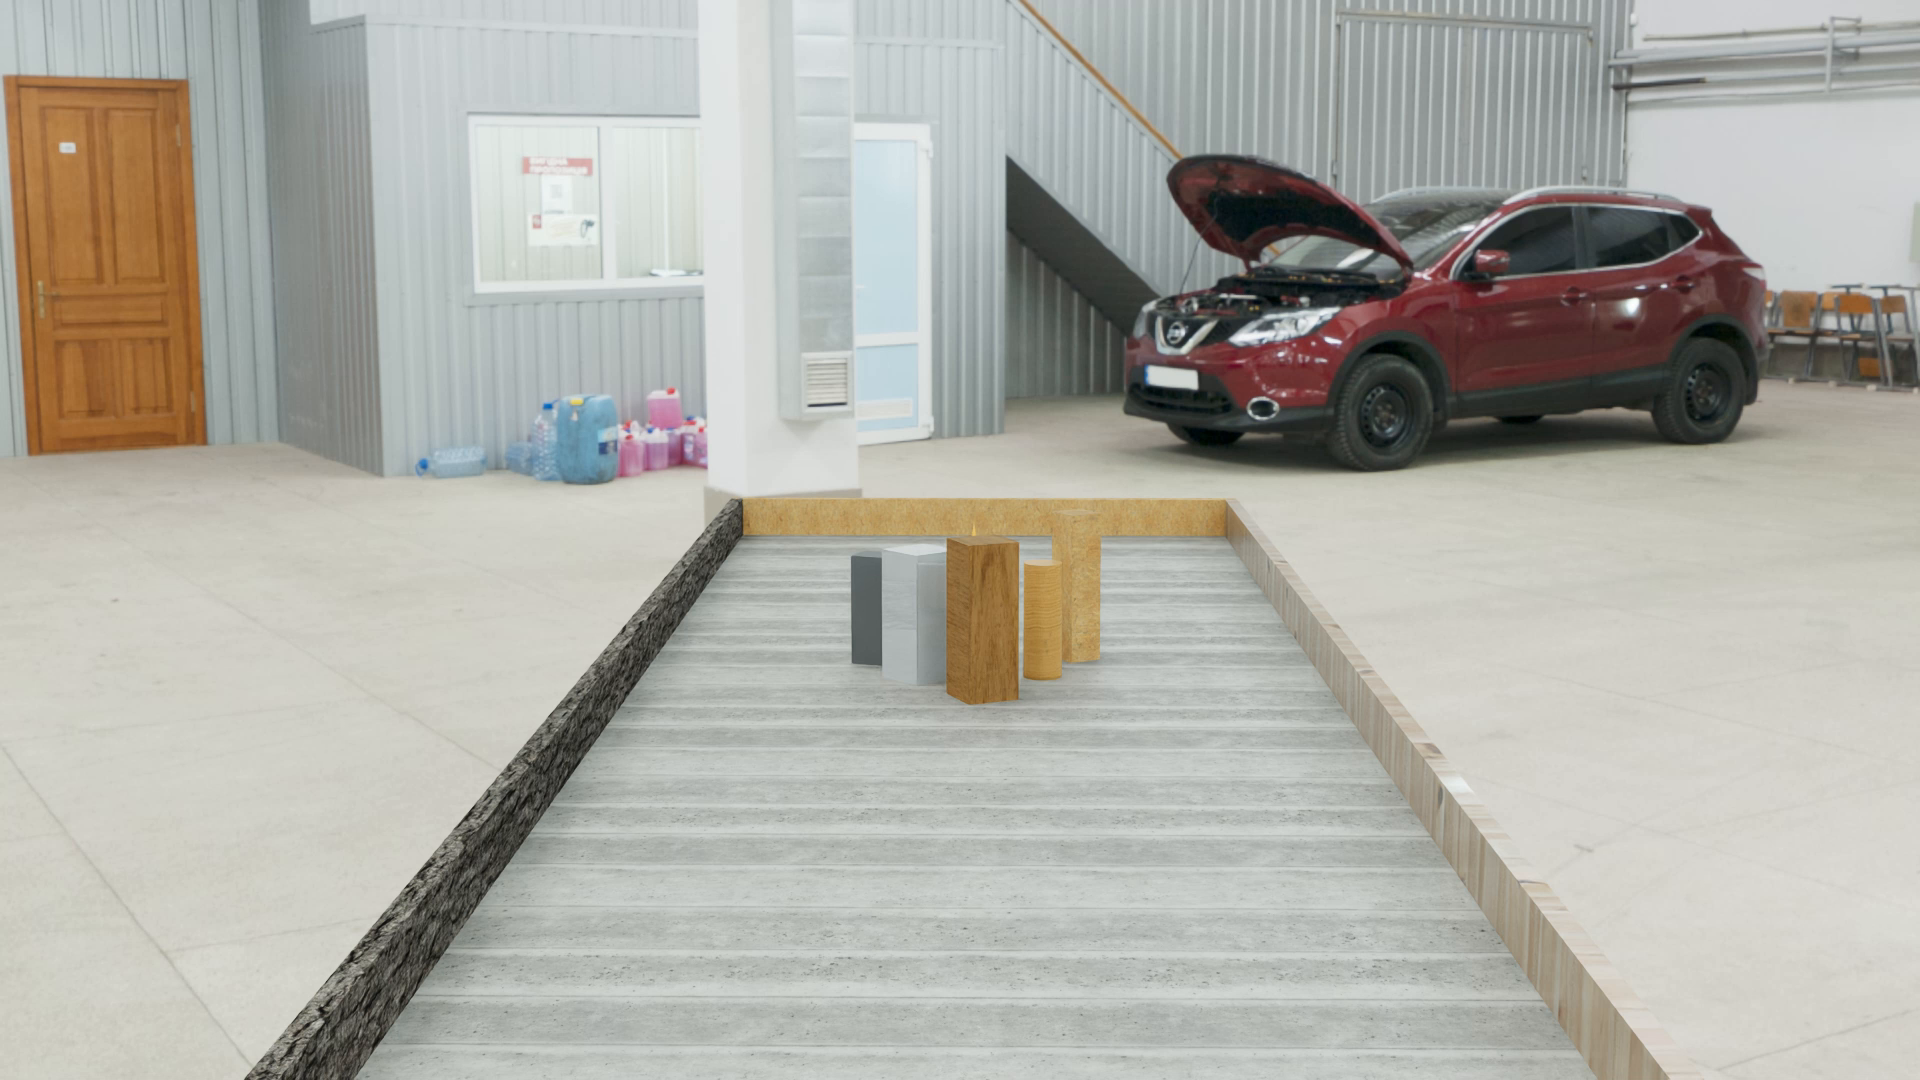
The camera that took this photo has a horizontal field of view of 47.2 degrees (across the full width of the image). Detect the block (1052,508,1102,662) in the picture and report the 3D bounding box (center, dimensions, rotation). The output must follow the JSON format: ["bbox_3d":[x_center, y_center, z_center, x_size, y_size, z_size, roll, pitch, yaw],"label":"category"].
[{"bbox_3d":[0.354,0.139,6.694,0.105,0.451,0.105,-6,11,-32],"label":"block"}]

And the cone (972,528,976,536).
[{"bbox_3d":[0.042,0.152,6.706,0.132,0.420,0.132,0,9,0],"label":"cone"}]

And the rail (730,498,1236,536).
[{"bbox_3d":[0.099,-0.098,9.147,2.100,0.150,0.050,0,9,1],"label":"rail"}]

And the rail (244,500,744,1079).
[{"bbox_3d":[-1.004,0.839,3.234,0.050,0.150,12.000,0,9,1],"label":"rail"}]

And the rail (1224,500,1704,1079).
[{"bbox_3d":[1.046,0.843,3.208,0.050,0.150,12.000,0,9,1],"label":"rail"}]

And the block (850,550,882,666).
[{"bbox_3d":[-0.257,0.205,6.659,0.109,0.330,0.109,4,10,22],"label":"block"}]

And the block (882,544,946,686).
[{"bbox_3d":[-0.116,0.216,6.434,0.159,0.380,0.159,-8,12,-40],"label":"block"}]

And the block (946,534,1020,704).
[{"bbox_3d":[0.063,0.221,6.181,0.153,0.448,0.153,-4,10,-24],"label":"block"}]

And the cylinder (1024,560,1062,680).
[{"bbox_3d":[0.243,0.234,6.450,0.114,0.340,0.114,0,9,0],"label":"cylinder"}]
